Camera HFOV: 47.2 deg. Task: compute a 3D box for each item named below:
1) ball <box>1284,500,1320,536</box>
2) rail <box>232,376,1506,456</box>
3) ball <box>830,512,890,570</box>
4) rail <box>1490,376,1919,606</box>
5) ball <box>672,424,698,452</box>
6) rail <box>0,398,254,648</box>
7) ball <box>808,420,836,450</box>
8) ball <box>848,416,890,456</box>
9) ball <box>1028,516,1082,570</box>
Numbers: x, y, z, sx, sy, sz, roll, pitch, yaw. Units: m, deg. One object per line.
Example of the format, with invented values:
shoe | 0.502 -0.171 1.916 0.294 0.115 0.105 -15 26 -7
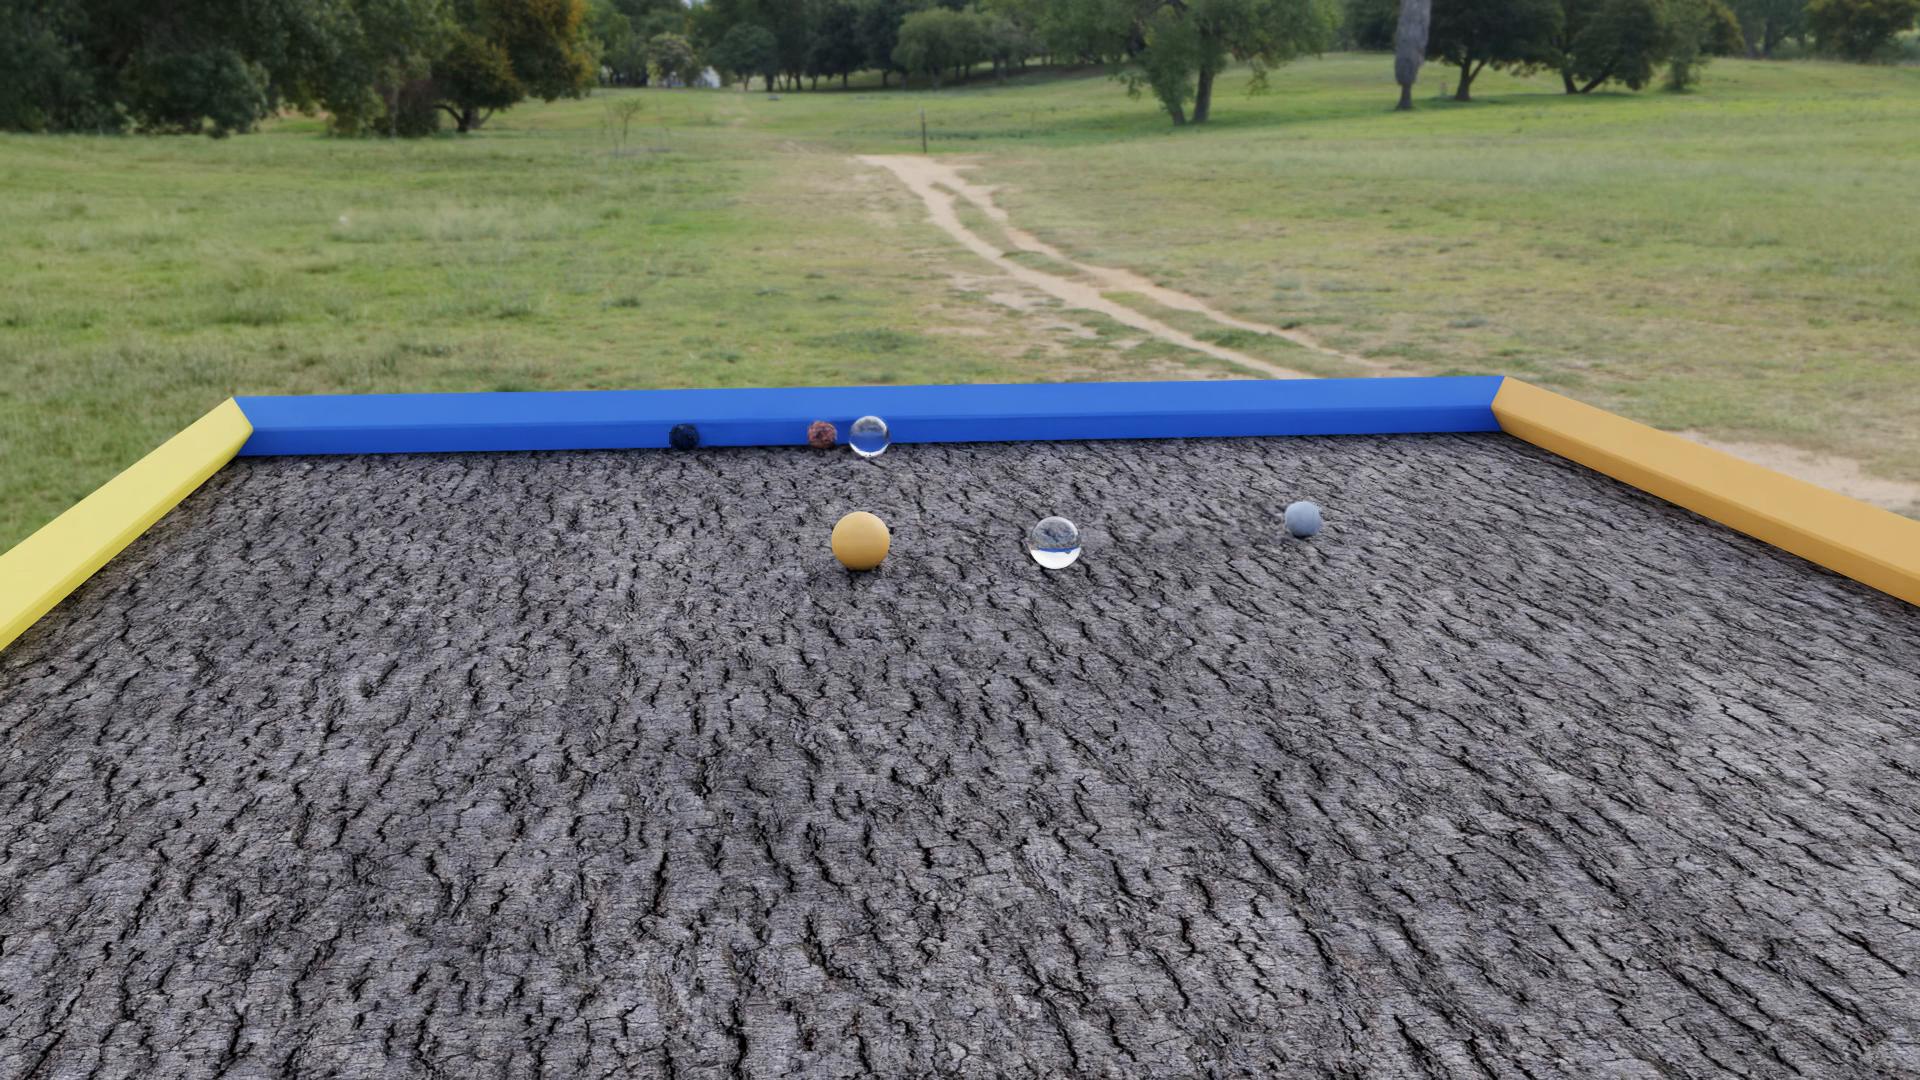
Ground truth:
ball | 0.530 -0.033 3.403 0.055 0.055 0.055 0 12 0
rail | -0.132 -0.240 4.261 2.485 0.110 0.045 -1 12 -7
ball | -0.143 0.002 3.160 0.085 0.085 0.085 0 12 0
rail | 1.344 0.167 2.294 0.045 0.110 4.398 -1 12 -7
ball | -0.523 -0.194 4.186 0.052 0.052 0.052 0 12 0
rail | -1.075 0.228 2.001 0.045 0.110 4.398 -1 12 -7
ball | -0.264 -0.201 4.214 0.055 0.055 0.055 0 12 0
ball | -0.170 -0.195 4.127 0.077 0.077 0.077 0 12 0
ball | 0.138 0.004 3.172 0.076 0.076 0.076 0 12 0
